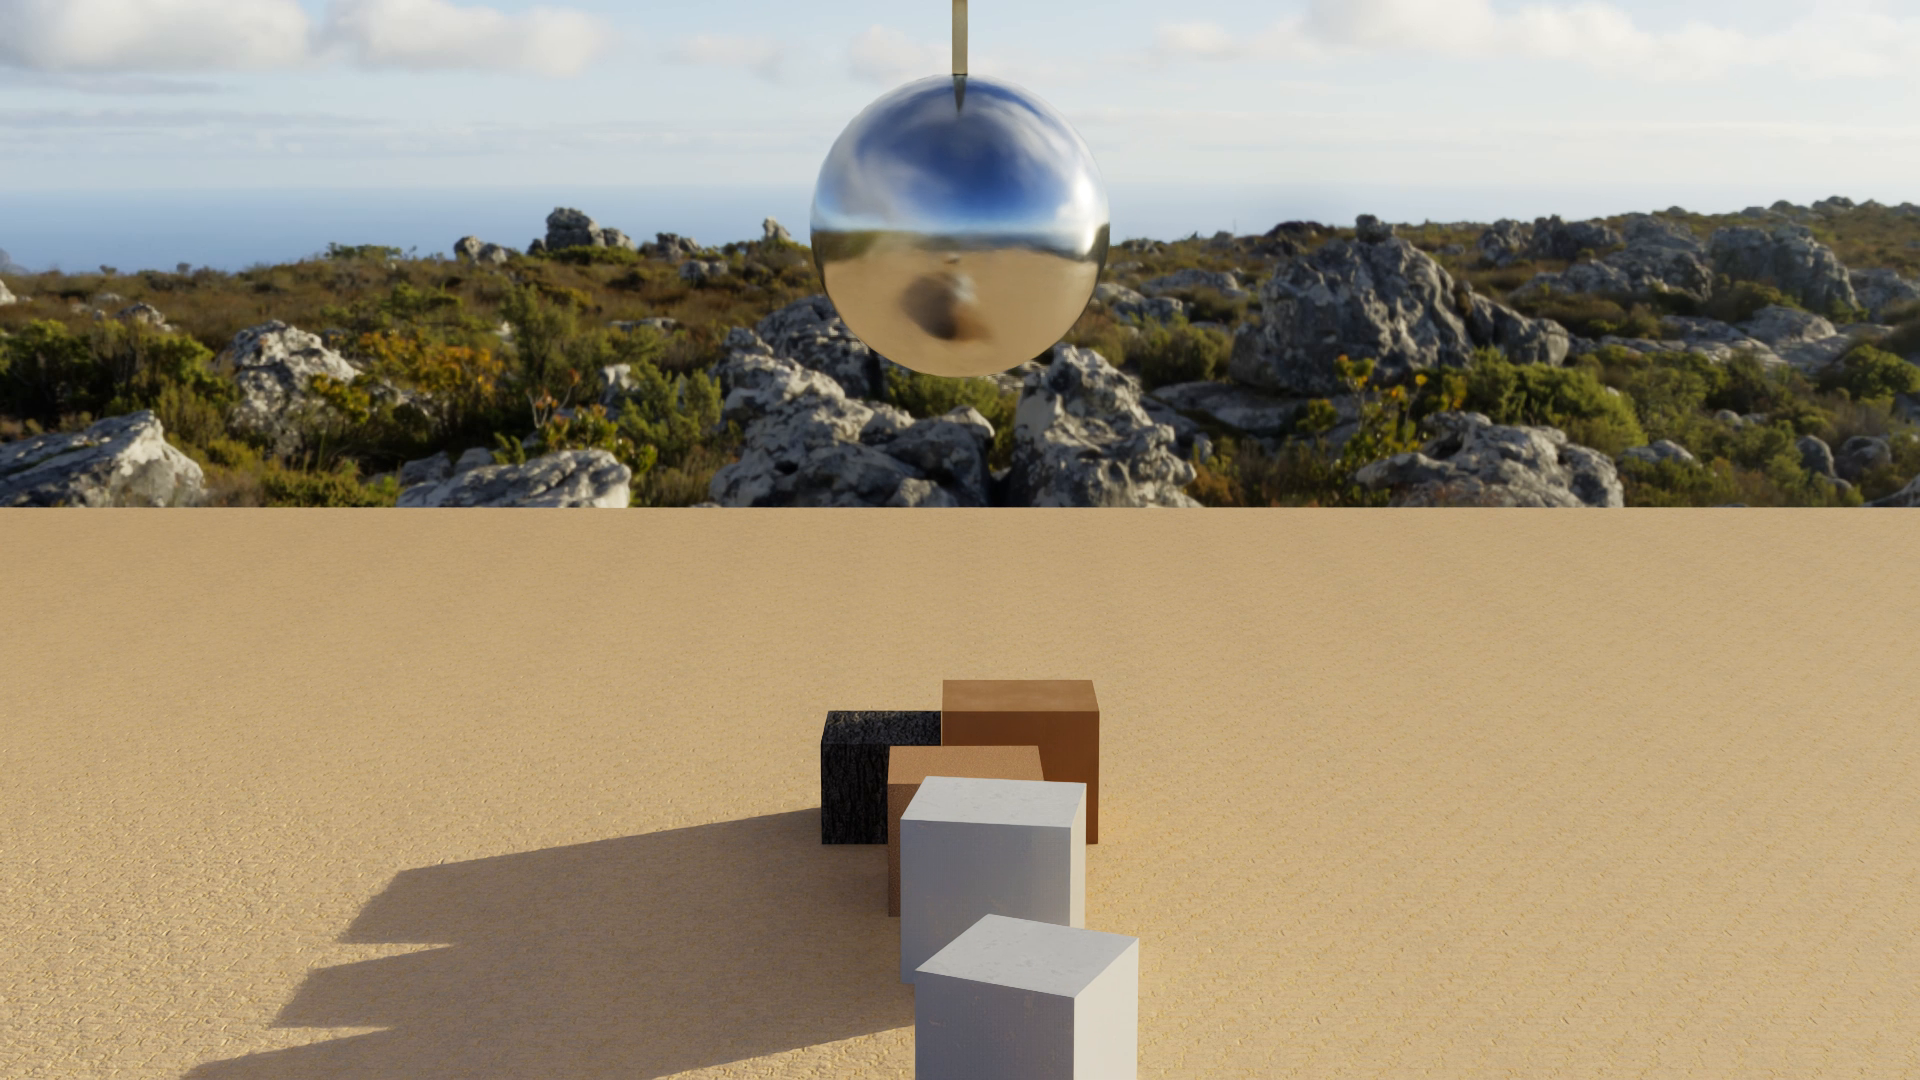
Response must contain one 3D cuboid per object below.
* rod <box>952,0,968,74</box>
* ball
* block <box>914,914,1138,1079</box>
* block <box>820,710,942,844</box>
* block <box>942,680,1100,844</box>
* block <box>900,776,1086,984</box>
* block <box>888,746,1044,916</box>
[{"bbox_3d":[0.000,-4.901,10.629,0.080,5.200,0.080,0,18,0],"label":"rod"},{"bbox_3d":[0.000,-1.662,11.663,1.600,1.600,1.600,0,10,0],"label":"ball"},{"bbox_3d":[0.250,1.794,8.016,0.610,0.602,0.637,5,11,24],"label":"block"},{"bbox_3d":[-0.399,1.221,11.386,0.600,0.525,0.656,0,10,0],"label":"block"},{"bbox_3d":[0.304,1.138,11.375,0.788,0.691,0.650,0,10,0],"label":"block"},{"bbox_3d":[0.153,1.469,9.472,0.714,0.720,0.638,2,10,9],"label":"block"},{"bbox_3d":[0.023,1.358,10.332,0.711,0.631,0.627,0,10,-1],"label":"block"}]
